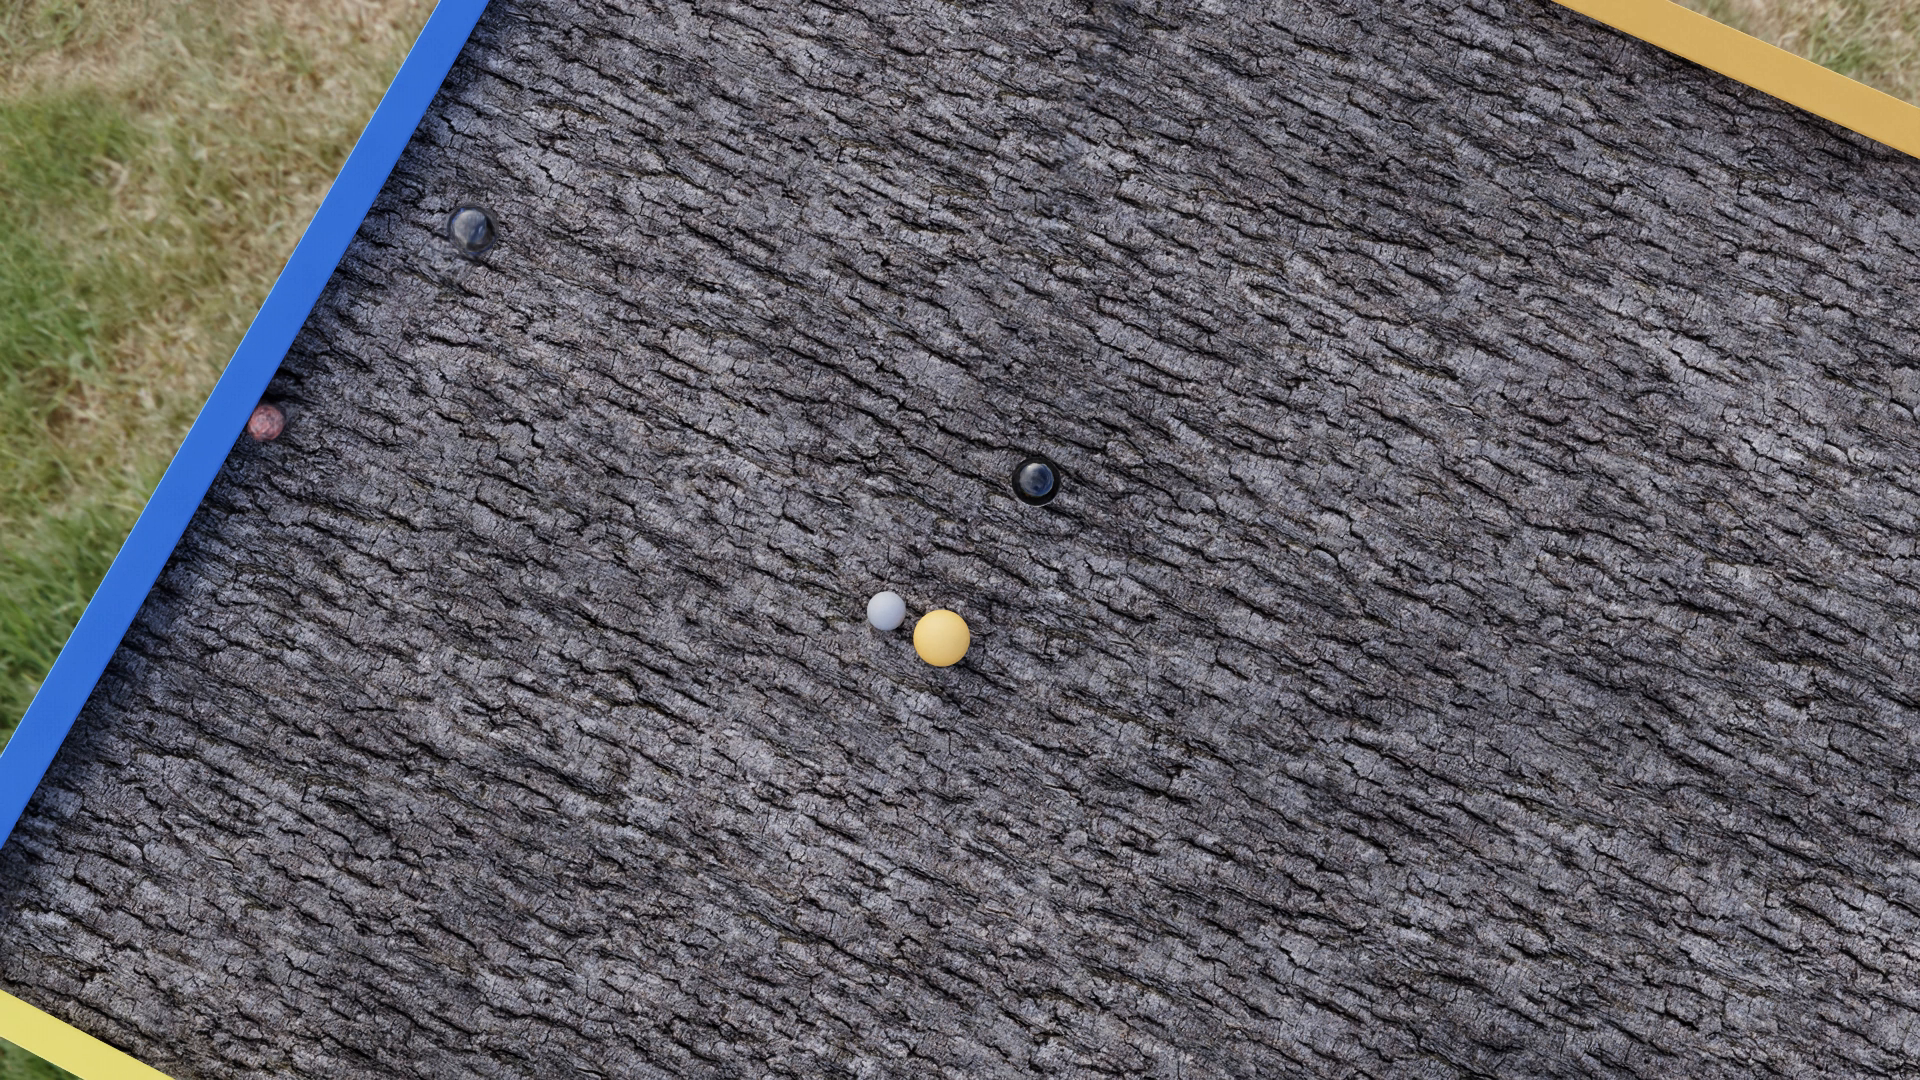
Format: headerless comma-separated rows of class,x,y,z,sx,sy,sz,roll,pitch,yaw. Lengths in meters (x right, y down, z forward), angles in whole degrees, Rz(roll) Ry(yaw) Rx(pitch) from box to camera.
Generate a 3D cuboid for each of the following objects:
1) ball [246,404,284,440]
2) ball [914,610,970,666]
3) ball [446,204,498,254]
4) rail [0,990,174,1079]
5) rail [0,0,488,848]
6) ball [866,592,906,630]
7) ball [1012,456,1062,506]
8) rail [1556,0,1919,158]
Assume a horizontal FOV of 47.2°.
ball,-1.063,-0.180,3.366,0.055,0.055,0.055,0,77,0
ball,-0.027,0.146,3.276,0.085,0.085,0.085,0,77,0
ball,-0.760,-0.483,3.424,0.077,0.077,0.077,0,77,0
rail,0.461,1.530,2.946,4.398,0.110,0.045,25,78,6
rail,-0.969,-0.461,3.401,0.045,0.110,2.485,25,78,6
ball,-0.110,0.107,3.298,0.059,0.059,0.059,0,77,0
ball,0.116,-0.088,3.334,0.076,0.076,0.076,0,77,0
rail,1.520,-0.610,3.435,4.398,0.110,0.045,25,78,6
